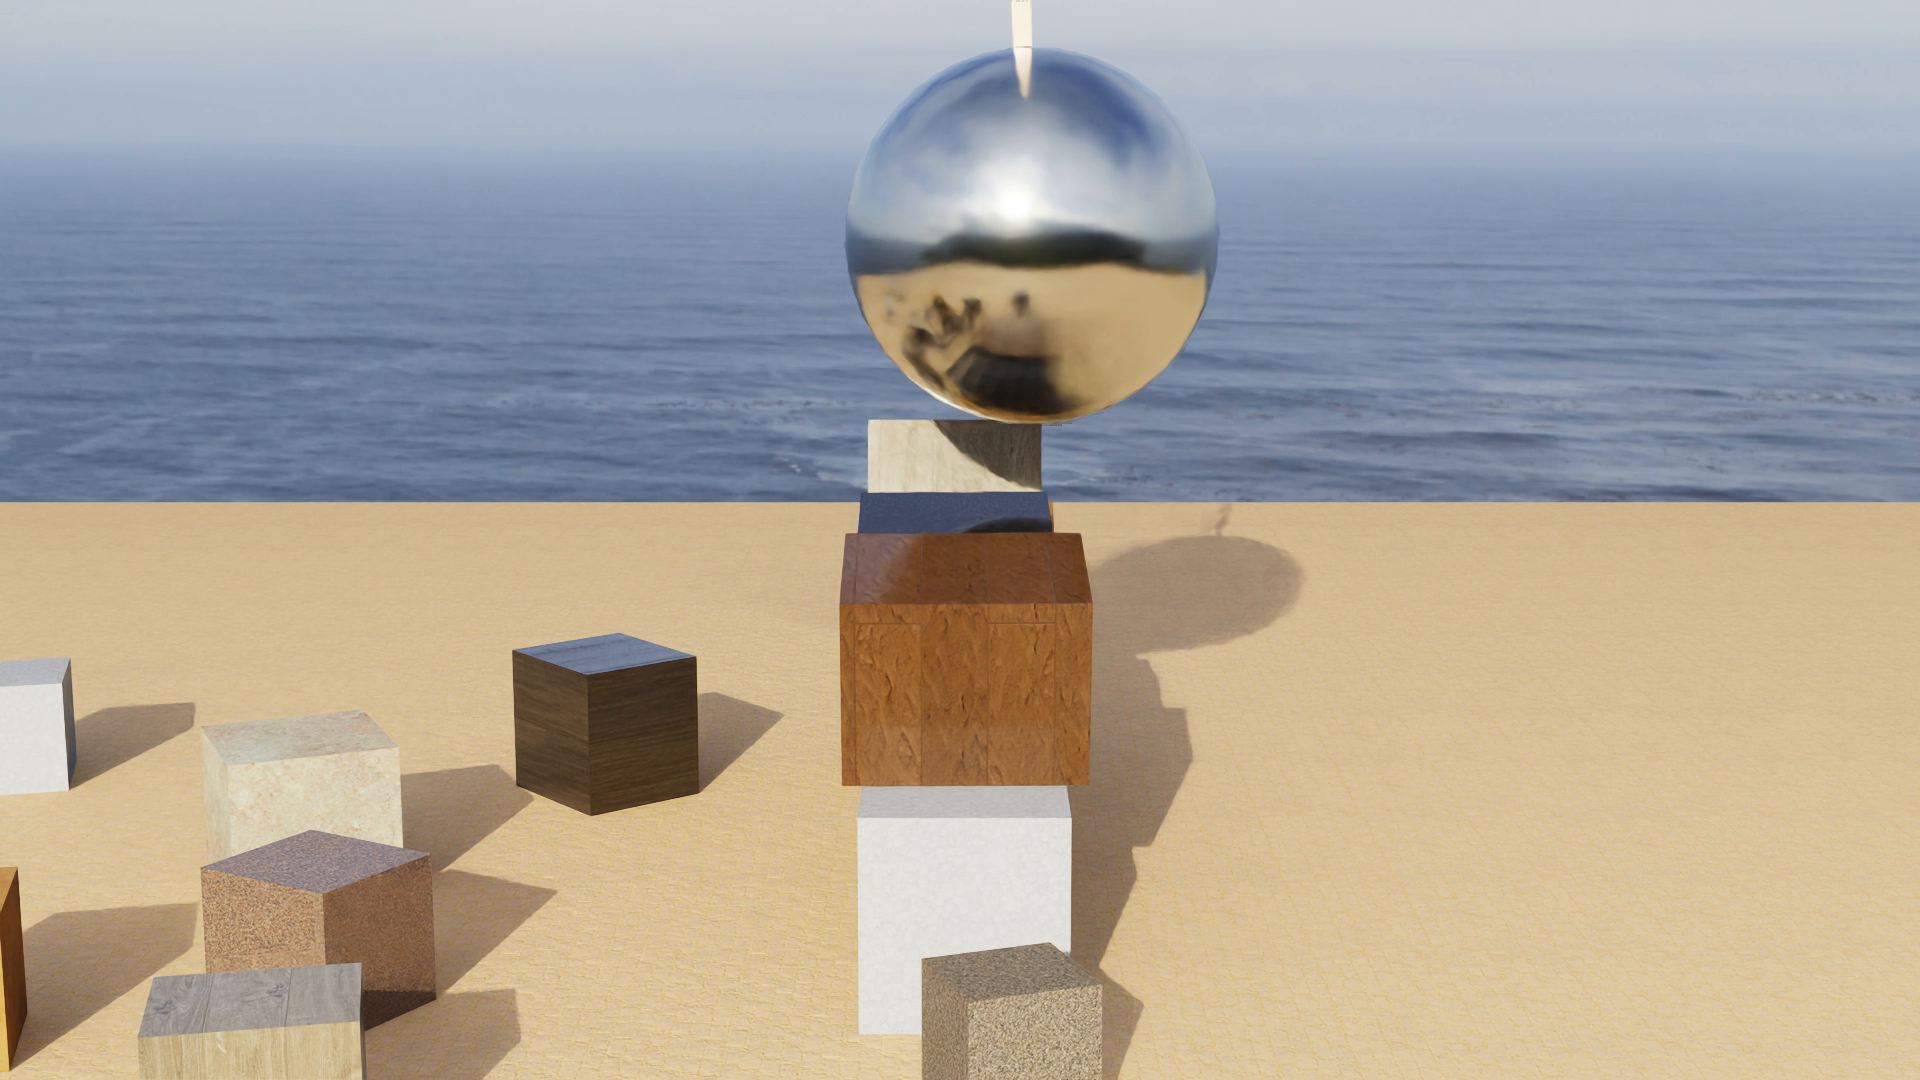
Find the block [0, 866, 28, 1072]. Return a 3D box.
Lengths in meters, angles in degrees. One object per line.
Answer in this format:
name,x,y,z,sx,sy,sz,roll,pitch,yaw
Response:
block,-3.745,1.572,9.313,0.586,0.575,0.610,-3,11,-14

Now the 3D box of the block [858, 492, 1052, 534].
block,-0.022,0.262,10.779,0.797,0.741,0.715,0,19,-1

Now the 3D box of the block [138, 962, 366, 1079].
block,-2.265,1.757,8.285,0.667,0.579,0.554,-2,11,-12

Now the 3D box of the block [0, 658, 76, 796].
block,-4.736,0.934,12.899,0.492,0.546,0.599,-3,11,-15

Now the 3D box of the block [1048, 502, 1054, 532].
block,0.064,0.180,11.532,0.707,0.616,0.629,0,10,1

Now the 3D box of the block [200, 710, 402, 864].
block,-2.869,1.183,11.174,0.714,0.674,0.724,-5,11,-24

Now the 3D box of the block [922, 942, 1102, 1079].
block,0.172,1.711,8.774,0.481,0.495,0.455,-4,11,-20

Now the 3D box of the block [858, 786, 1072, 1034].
block,0.016,1.356,9.791,0.781,0.828,0.736,0,10,0

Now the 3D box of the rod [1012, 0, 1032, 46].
rod,0.132,-4.633,10.338,0.080,5.200,0.080,-3,10,1

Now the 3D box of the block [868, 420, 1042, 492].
block,-0.017,-0.019,12.472,0.817,0.949,0.903,0,-11,1

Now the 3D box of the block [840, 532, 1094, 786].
block,0.017,0.454,10.039,0.944,0.740,0.811,0,19,-1

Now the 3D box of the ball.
ball,0.306,-1.292,10.945,1.600,1.600,1.600,0,10,0

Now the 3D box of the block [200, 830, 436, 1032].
block,-2.424,1.494,9.719,0.622,0.583,0.572,6,12,30

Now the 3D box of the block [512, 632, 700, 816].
block,-1.753,0.898,12.685,0.623,0.695,0.704,-8,13,-39
